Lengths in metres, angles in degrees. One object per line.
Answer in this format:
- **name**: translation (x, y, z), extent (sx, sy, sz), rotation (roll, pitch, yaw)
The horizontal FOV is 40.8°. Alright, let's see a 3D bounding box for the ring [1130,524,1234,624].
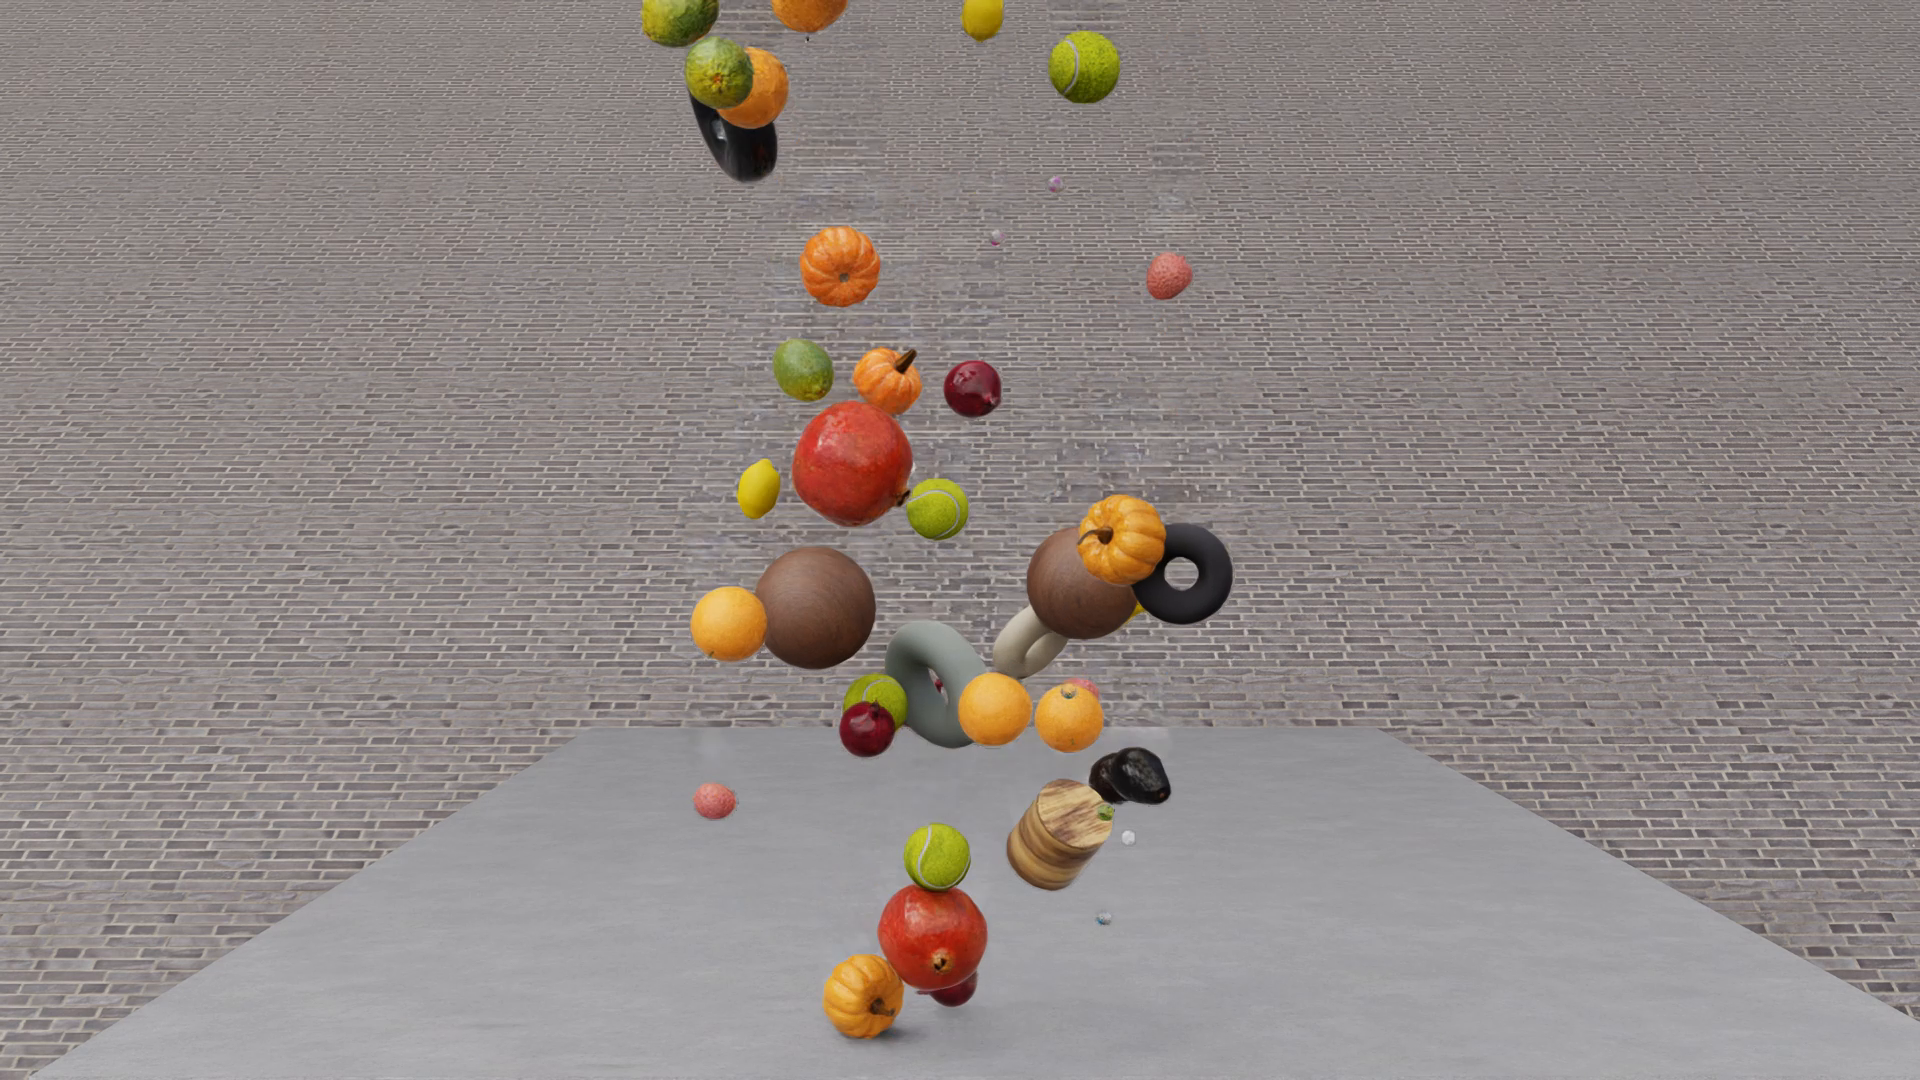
- **ring**: translation (0.223, 0.034, 2.601), extent (0.104, 0.104, 0.035), rotation (5, 12, 9)

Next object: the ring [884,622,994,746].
- **ring**: translation (-0.023, 0.156, 2.795), extent (0.147, 0.147, 0.049), rotation (24, 39, 38)

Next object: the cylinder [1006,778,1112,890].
- **cylinder**: translation (0.106, 0.318, 2.784), extent (0.087, 0.087, 0.087), rotation (15, 47, -16)

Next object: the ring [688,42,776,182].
- **ring**: translation (-0.220, -0.413, 2.494), extent (0.048, 0.143, 0.143), rotation (-24, 34, -15)

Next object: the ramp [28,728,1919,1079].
- **ramp**: translation (0.062, 0.559, 4.597), extent (2.000, 0.100, 4.000), rotation (0, 1, 0)

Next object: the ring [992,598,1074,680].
- **ring**: translation (0.085, 0.116, 2.995), extent (0.113, 0.113, 0.038), rotation (-23, 57, -37)
